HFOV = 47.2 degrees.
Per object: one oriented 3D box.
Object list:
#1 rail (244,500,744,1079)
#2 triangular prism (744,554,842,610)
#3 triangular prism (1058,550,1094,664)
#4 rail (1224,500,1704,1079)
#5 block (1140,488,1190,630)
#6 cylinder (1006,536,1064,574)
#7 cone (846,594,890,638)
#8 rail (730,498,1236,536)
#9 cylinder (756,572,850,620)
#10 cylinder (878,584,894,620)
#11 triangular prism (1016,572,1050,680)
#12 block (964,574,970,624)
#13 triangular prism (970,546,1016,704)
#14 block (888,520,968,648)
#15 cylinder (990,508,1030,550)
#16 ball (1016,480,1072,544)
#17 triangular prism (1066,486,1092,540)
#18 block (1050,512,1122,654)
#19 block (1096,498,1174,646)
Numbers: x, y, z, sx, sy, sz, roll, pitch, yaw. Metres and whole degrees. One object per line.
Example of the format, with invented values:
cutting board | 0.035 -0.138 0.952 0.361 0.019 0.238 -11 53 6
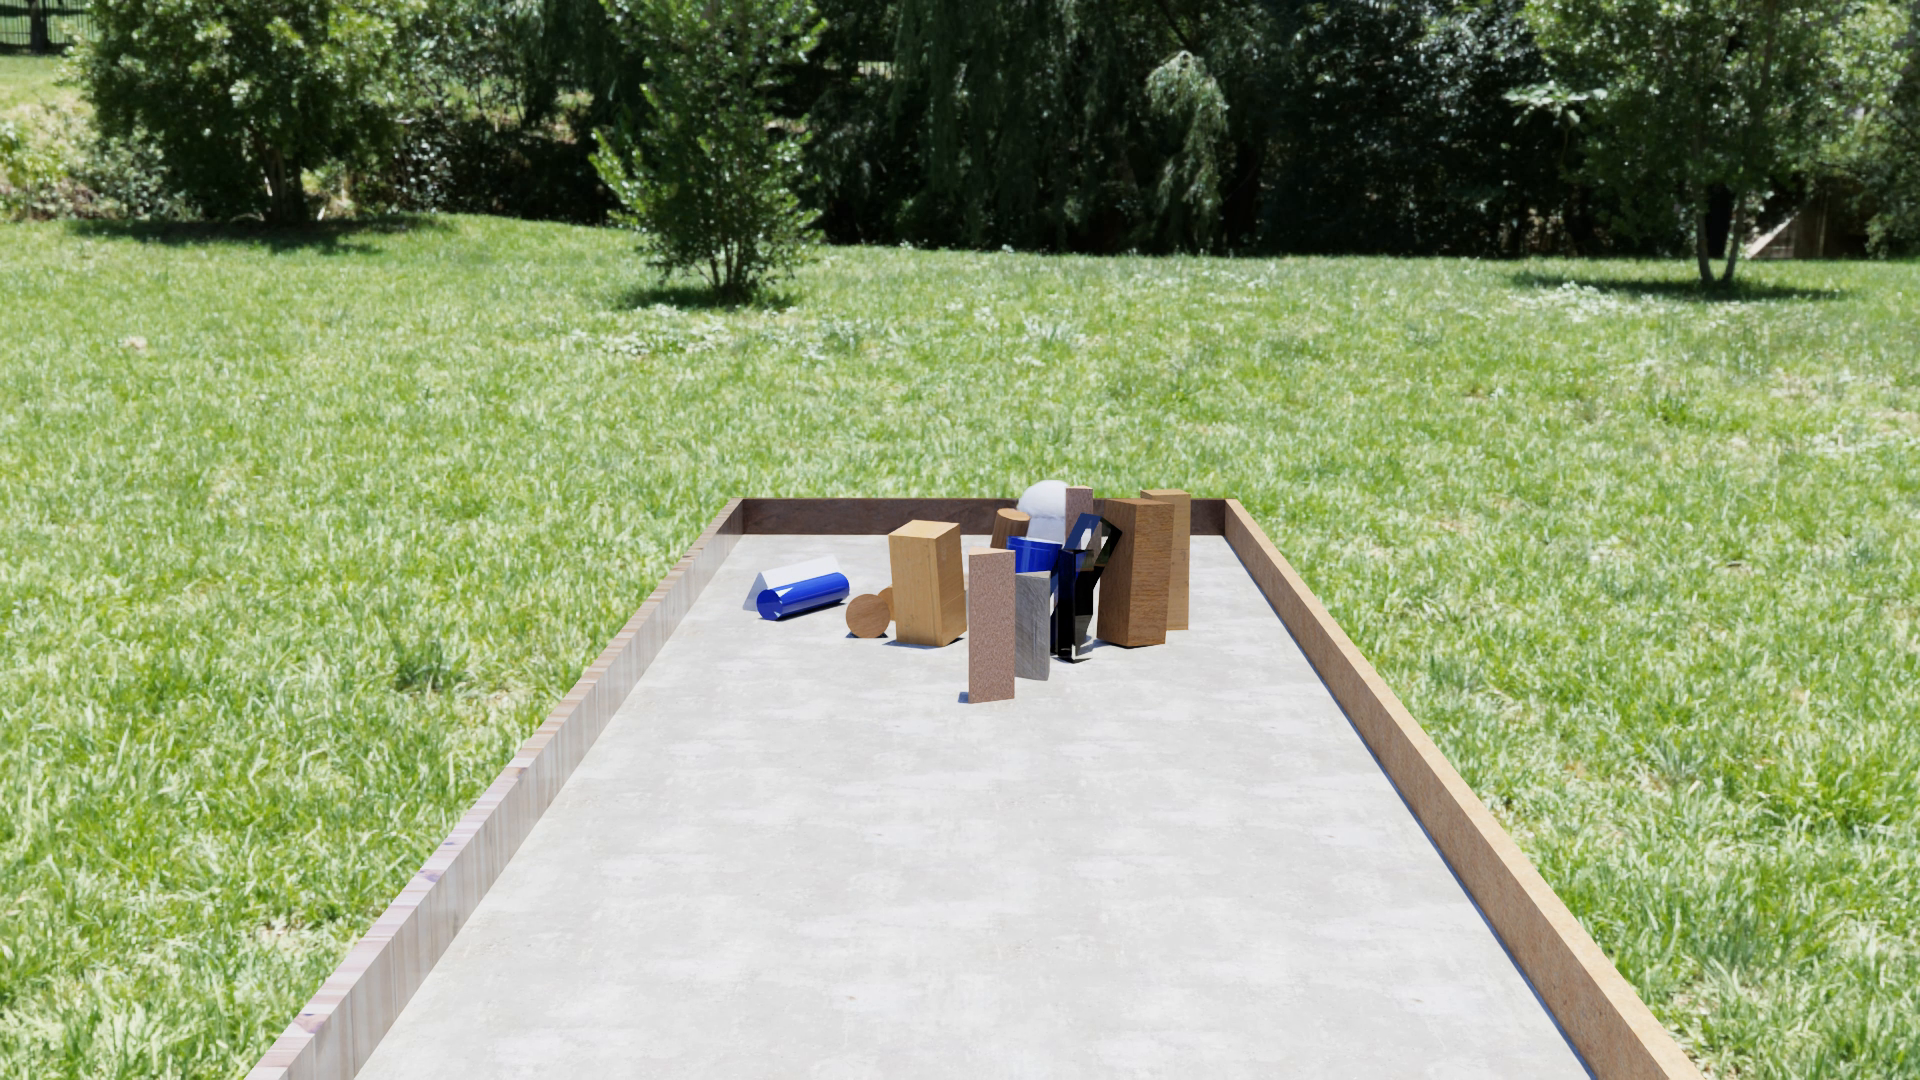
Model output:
rail | -1.004 0.839 3.234 0.050 0.150 12.000 0 9 1
triangular prism | -0.564 0.147 7.631 0.156 0.135 0.426 6 11 31
triangular prism | 0.338 0.198 6.685 0.091 0.337 0.106 6 11 35
rail | 1.046 0.843 3.208 0.050 0.150 12.000 0 9 1
block | 0.667 0.064 7.176 0.130 0.447 0.130 -2 9 -13
cylinder | 0.217 0.155 6.947 0.179 0.315 0.179 7 3 0
cone | -0.303 0.245 7.235 0.144 0.144 0.424 0 -1 -3
rail | 0.099 -0.098 9.147 2.100 0.150 0.050 0 9 1
cylinder | -0.530 0.190 7.474 0.106 0.106 0.393 6 11 31
cylinder | -0.182 0.185 7.481 0.113 0.113 0.364 2 9 14
triangular prism | 0.234 0.249 6.465 0.120 0.305 0.104 6 11 35
block | -0.007 0.199 7.359 0.124 0.124 0.321 2 9 12
triangular prism | 0.063 0.235 6.183 0.143 0.421 0.124 -5 10 -27
block | -0.100 0.136 6.945 0.167 0.357 0.167 5 19 27
cylinder | 0.137 0.095 7.140 0.110 0.381 0.110 10 18 -3
ball | 0.362 -0.098 8.726 0.283 0.283 0.283 0 9 0
triangular prism | 0.397 0.052 7.220 0.089 0.457 0.077 2 9 14
block | 0.344 0.134 6.828 0.102 0.435 0.102 35 -13 -34
block | 0.552 0.099 6.932 0.156 0.444 0.156 -2 8 -36
